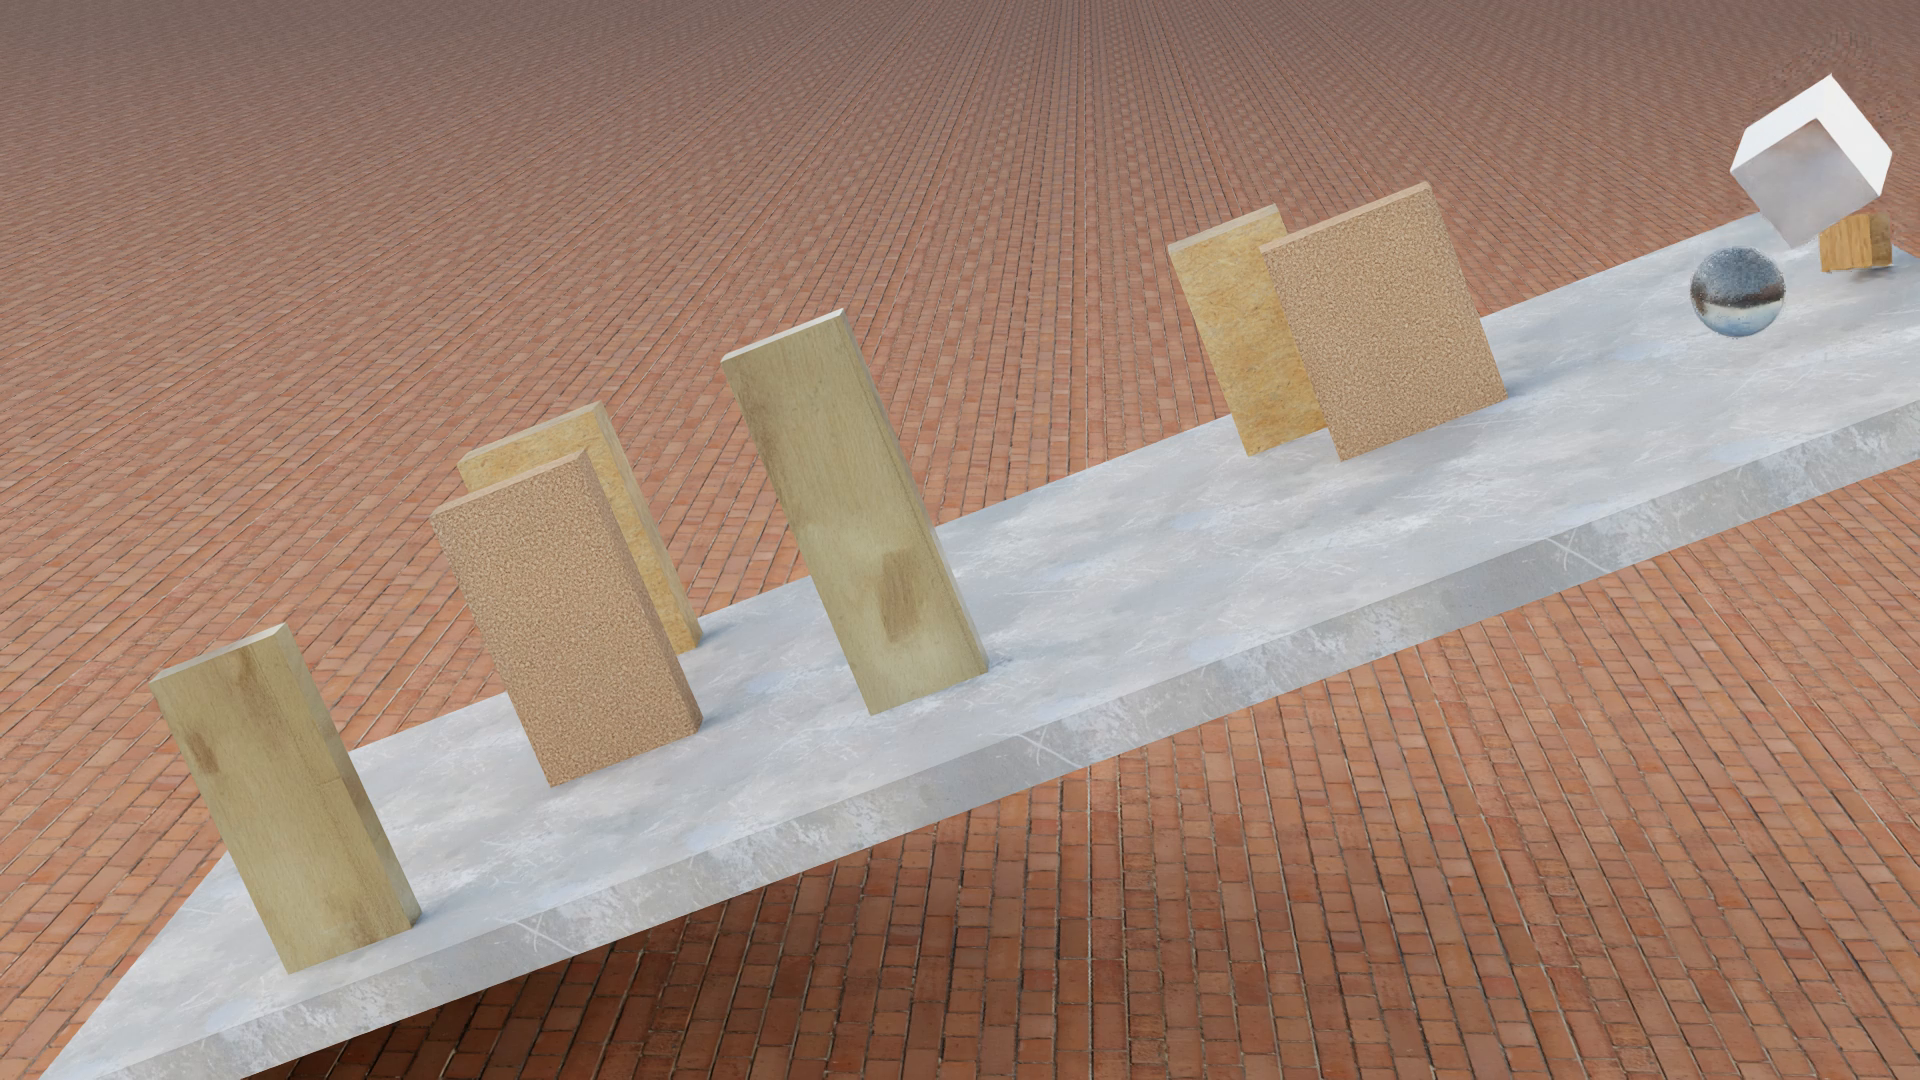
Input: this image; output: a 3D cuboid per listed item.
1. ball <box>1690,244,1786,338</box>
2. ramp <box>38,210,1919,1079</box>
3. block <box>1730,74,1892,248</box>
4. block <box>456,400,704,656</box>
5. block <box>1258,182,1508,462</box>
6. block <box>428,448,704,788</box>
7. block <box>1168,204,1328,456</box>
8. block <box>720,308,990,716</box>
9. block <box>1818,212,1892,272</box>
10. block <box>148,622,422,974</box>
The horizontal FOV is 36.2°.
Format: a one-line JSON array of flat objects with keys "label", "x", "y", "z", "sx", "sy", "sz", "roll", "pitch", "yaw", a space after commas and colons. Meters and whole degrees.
[{"label": "ball", "x": 1.523, "y": -0.487, "z": 5.757, "sx": 0.181, "sy": 0.181, "sz": 0.181, "roll": 0, "pitch": 14, "yaw": 0}, {"label": "ramp", "x": 0.124, "y": 0.173, "z": 6.290, "sx": 4.000, "sy": 0.100, "sz": 2.000, "roll": -21, "pitch": 12, "yaw": 7}, {"label": "block", "x": 1.641, "y": -0.728, "z": 5.667, "sx": 0.199, "sy": 0.199, "sz": 0.199, "roll": -34, "pitch": 14, "yaw": 38}, {"label": "block", "x": -0.909, "y": 0.024, "z": 7.061, "sx": 0.353, "sy": 0.623, "sz": 0.134, "roll": -21, "pitch": 12, "yaw": 7}, {"label": "block", "x": 0.901, "y": -0.463, "z": 6.260, "sx": 0.377, "sy": 0.483, "sz": 0.100, "roll": -21, "pitch": 12, "yaw": 7}, {"label": "block", "x": -0.834, "y": 0.168, "z": 6.255, "sx": 0.342, "sy": 0.639, "sz": 0.107, "roll": -21, "pitch": 12, "yaw": 7}, {"label": "block", "x": 0.684, "y": -0.476, "z": 6.671, "sx": 0.261, "sy": 0.498, "sz": 0.141, "roll": -21, "pitch": 12, "yaw": 7}, {"label": "block", "x": -0.202, "y": -0.051, "z": 5.770, "sx": 0.250, "sy": 0.765, "sz": 0.084, "roll": -21, "pitch": 12, "yaw": 7}, {"label": "block", "x": 1.835, "y": -0.611, "z": 6.028, "sx": 0.107, "sy": 0.107, "sz": 0.107, "roll": -3, "pitch": 4, "yaw": 39}, {"label": "block", "x": -1.295, "y": 0.500, "z": 5.660, "sx": 0.266, "sy": 0.631, "sz": 0.089, "roll": -21, "pitch": 12, "yaw": 7}]
